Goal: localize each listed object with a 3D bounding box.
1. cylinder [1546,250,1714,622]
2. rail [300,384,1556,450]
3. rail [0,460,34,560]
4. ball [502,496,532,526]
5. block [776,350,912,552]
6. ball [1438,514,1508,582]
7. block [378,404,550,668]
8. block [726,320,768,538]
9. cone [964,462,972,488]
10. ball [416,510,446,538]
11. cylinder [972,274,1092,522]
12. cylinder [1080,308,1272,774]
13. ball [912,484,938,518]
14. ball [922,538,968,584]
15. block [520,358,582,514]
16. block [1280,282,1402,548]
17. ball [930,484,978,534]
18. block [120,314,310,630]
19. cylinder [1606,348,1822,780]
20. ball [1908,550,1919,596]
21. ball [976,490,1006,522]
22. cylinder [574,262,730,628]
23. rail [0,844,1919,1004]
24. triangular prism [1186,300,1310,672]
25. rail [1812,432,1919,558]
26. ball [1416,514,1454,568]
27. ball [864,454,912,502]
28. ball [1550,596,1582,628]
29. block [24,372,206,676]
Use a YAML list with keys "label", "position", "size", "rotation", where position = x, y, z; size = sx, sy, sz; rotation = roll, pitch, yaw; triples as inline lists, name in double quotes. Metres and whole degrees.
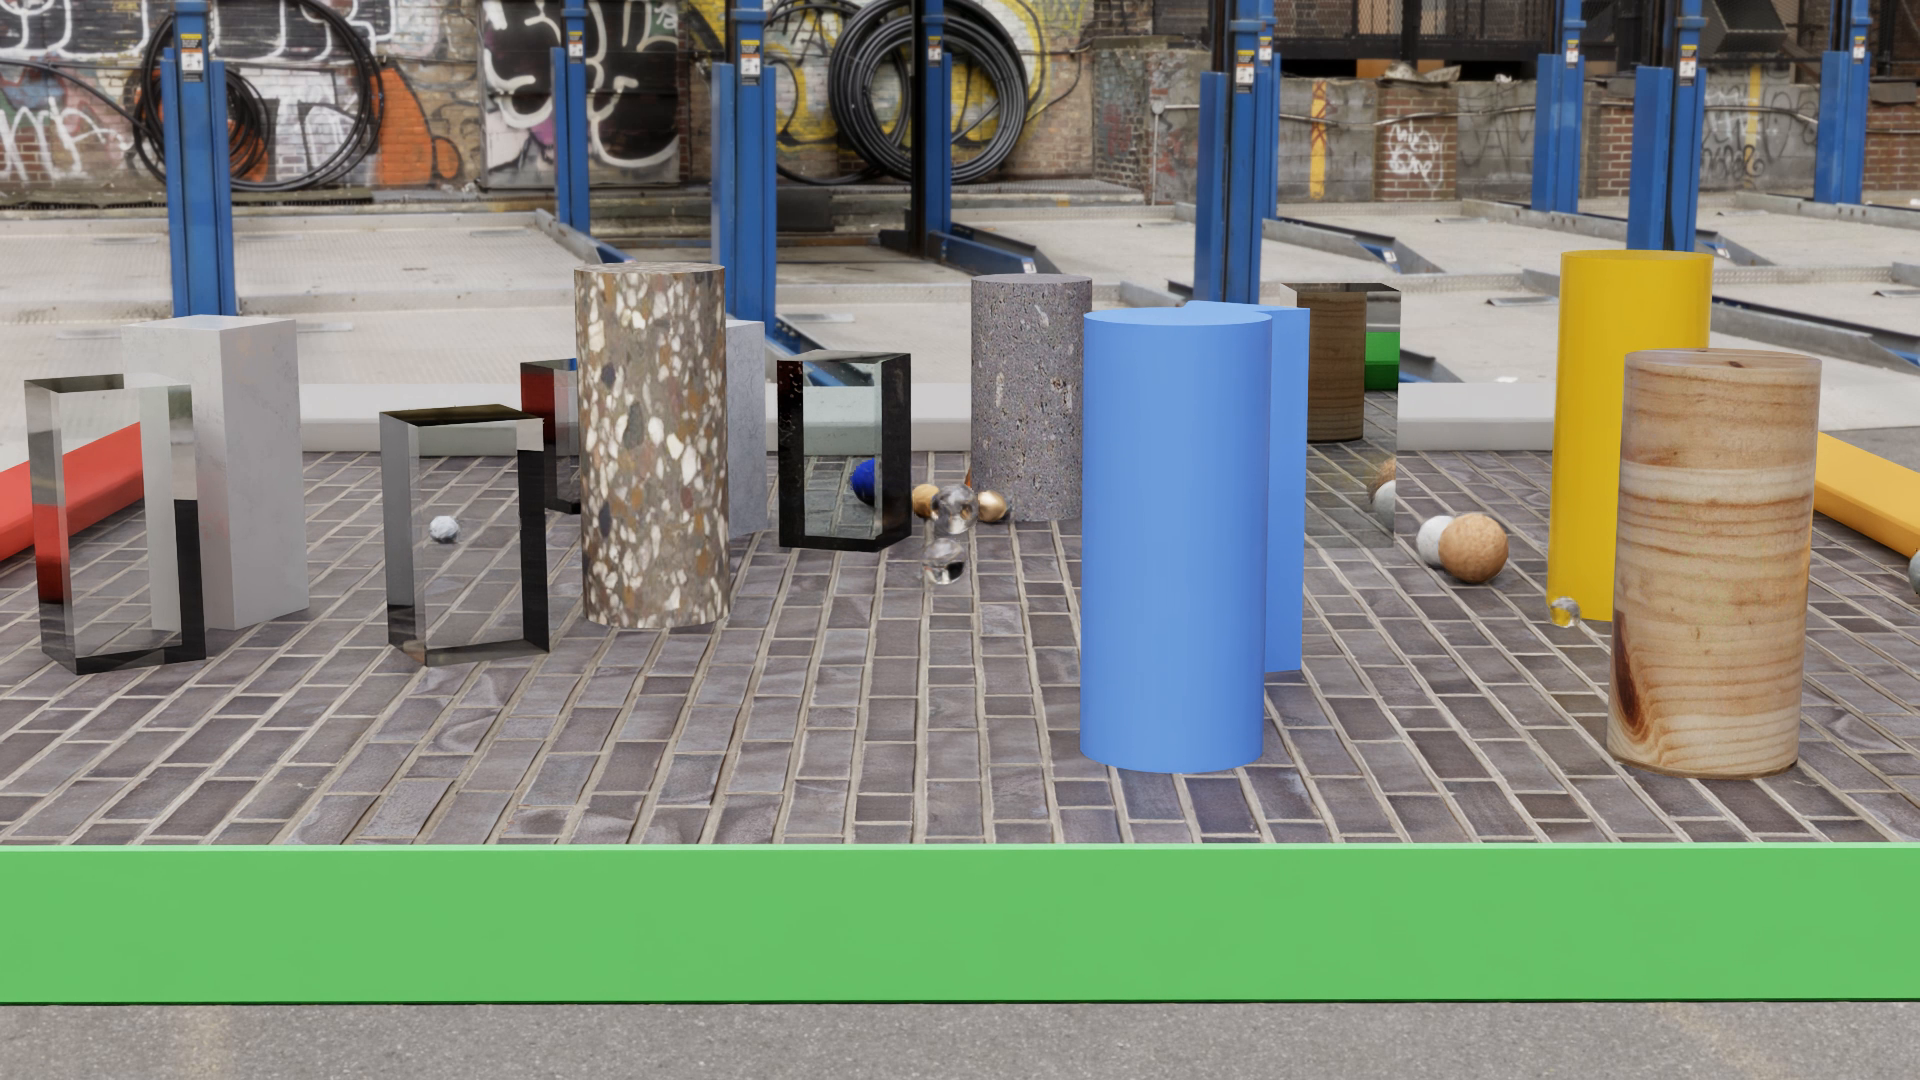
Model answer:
- label: "cylinder"
  position: [0.899, -0.144, 3.449]
  size: [0.197, 0.478, 0.197]
  rotation: [0, 10, 0]
- label: "rail"
  position: [-0.008, -0.230, 4.871]
  size: [2.853, 0.128, 0.045]
  rotation: [0, 10, 0]
- label: "rail"
  position: [-1.403, 0.034, 3.441]
  size: [0.045, 0.128, 2.940]
  rotation: [0, 10, 0]
- label: "ball"
  position: [-0.707, -0.046, 4.100]
  size: [0.049, 0.049, 0.049]
  rotation: [0, 10, 0]
- label: "block"
  position: [-0.176, -0.140, 3.951]
  size: [0.158, 0.287, 0.158]
  rotation: [4, 11, 19]
- label: "ball"
  position: [0.731, 0.012, 3.651]
  size: [0.099, 0.099, 0.099]
  rotation: [0, 10, 0]
- label: "block"
  position: [-0.622, -0.009, 3.219]
  size: [0.158, 0.297, 0.158]
  rotation: [-6, 12, -29]
- label: "block"
  position: [-0.415, -0.175, 4.026]
  size: [0.158, 0.329, 0.158]
  rotation: [6, 12, 30]
- label: "cone"
  position: [0.106, -0.251, 4.497]
  size: [0.197, 0.306, 0.197]
  rotation: [0, 10, 0]
- label: "ball"
  position: [-0.825, -0.026, 4.002]
  size: [0.044, 0.044, 0.044]
  rotation: [0, 10, 0]
- label: "cylinder"
  position: [0.117, -0.237, 4.208]
  size: [0.197, 0.384, 0.197]
  rotation: [0, 10, 0]
- label: "cylinder"
  position: [0.228, -0.005, 2.727]
  size: [0.197, 0.467, 0.197]
  rotation: [0, 10, 0]
- label: "ball"
  position: [-0.055, -0.063, 4.170]
  size: [0.056, 0.056, 0.056]
  rotation: [0, 10, 0]
- label: "ball"
  position: [-0.022, 0.030, 3.644]
  size: [0.065, 0.065, 0.065]
  rotation: [0, 10, 0]
- label: "block"
  position: [-0.624, -0.178, 4.292]
  size: [0.158, 0.237, 0.158]
  rotation: [-8, 13, -38]
- label: "block"
  position: [0.580, -0.194, 3.958]
  size: [0.158, 0.391, 0.158]
  rotation: [0, 11, -2]
- label: "ball"
  position: [-0.009, -0.049, 4.035]
  size: [0.077, 0.077, 0.077]
  rotation: [0, 10, 0]
- label: "block"
  position: [-0.988, -0.094, 3.412]
  size: [0.158, 0.393, 0.158]
  rotation: [4, 11, 22]
- label: "cylinder"
  position: [0.792, 0.020, 2.704]
  size: [0.197, 0.426, 0.197]
  rotation: [0, 10, 0]
- label: "ball"
  position: [1.340, 0.045, 3.500]
  size: [0.087, 0.087, 0.087]
  rotation: [0, 10, 0]
- label: "ball"
  position: [0.048, -0.054, 4.130]
  size: [0.053, 0.053, 0.053]
  rotation: [0, 10, 0]
- label: "cylinder"
  position: [-0.408, -0.130, 3.416]
  size: [0.197, 0.463, 0.197]
  rotation: [0, 10, 0]
- label: "rail"
  position: [0.008, 0.296, 2.027]
  size: [2.853, 0.128, 0.045]
  rotation: [0, 10, 0]
- label: "triangular prism"
  position: [0.312, -0.066, 3.136]
  size: [0.171, 0.440, 0.148]
  rotation: [-4, 11, -20]
- label: "rail"
  position: [1.403, 0.031, 3.457]
  size: [0.045, 0.128, 2.940]
  rotation: [0, 10, 0]
- label: "ball"
  position: [0.708, 0.003, 3.753]
  size: [0.079, 0.079, 0.079]
  rotation: [0, 10, 0]
- label: "ball"
  position: [-0.122, -0.106, 4.336]
  size: [0.081, 0.081, 0.081]
  rotation: [0, 10, 0]
- label: "ball"
  position: [0.794, 0.094, 3.364]
  size: [0.041, 0.041, 0.041]
  rotation: [0, 10, 0]
- label: "block"
  position: [-1.045, -0.025, 3.175]
  size: [0.158, 0.343, 0.158]
  rotation: [-7, 13, -33]
